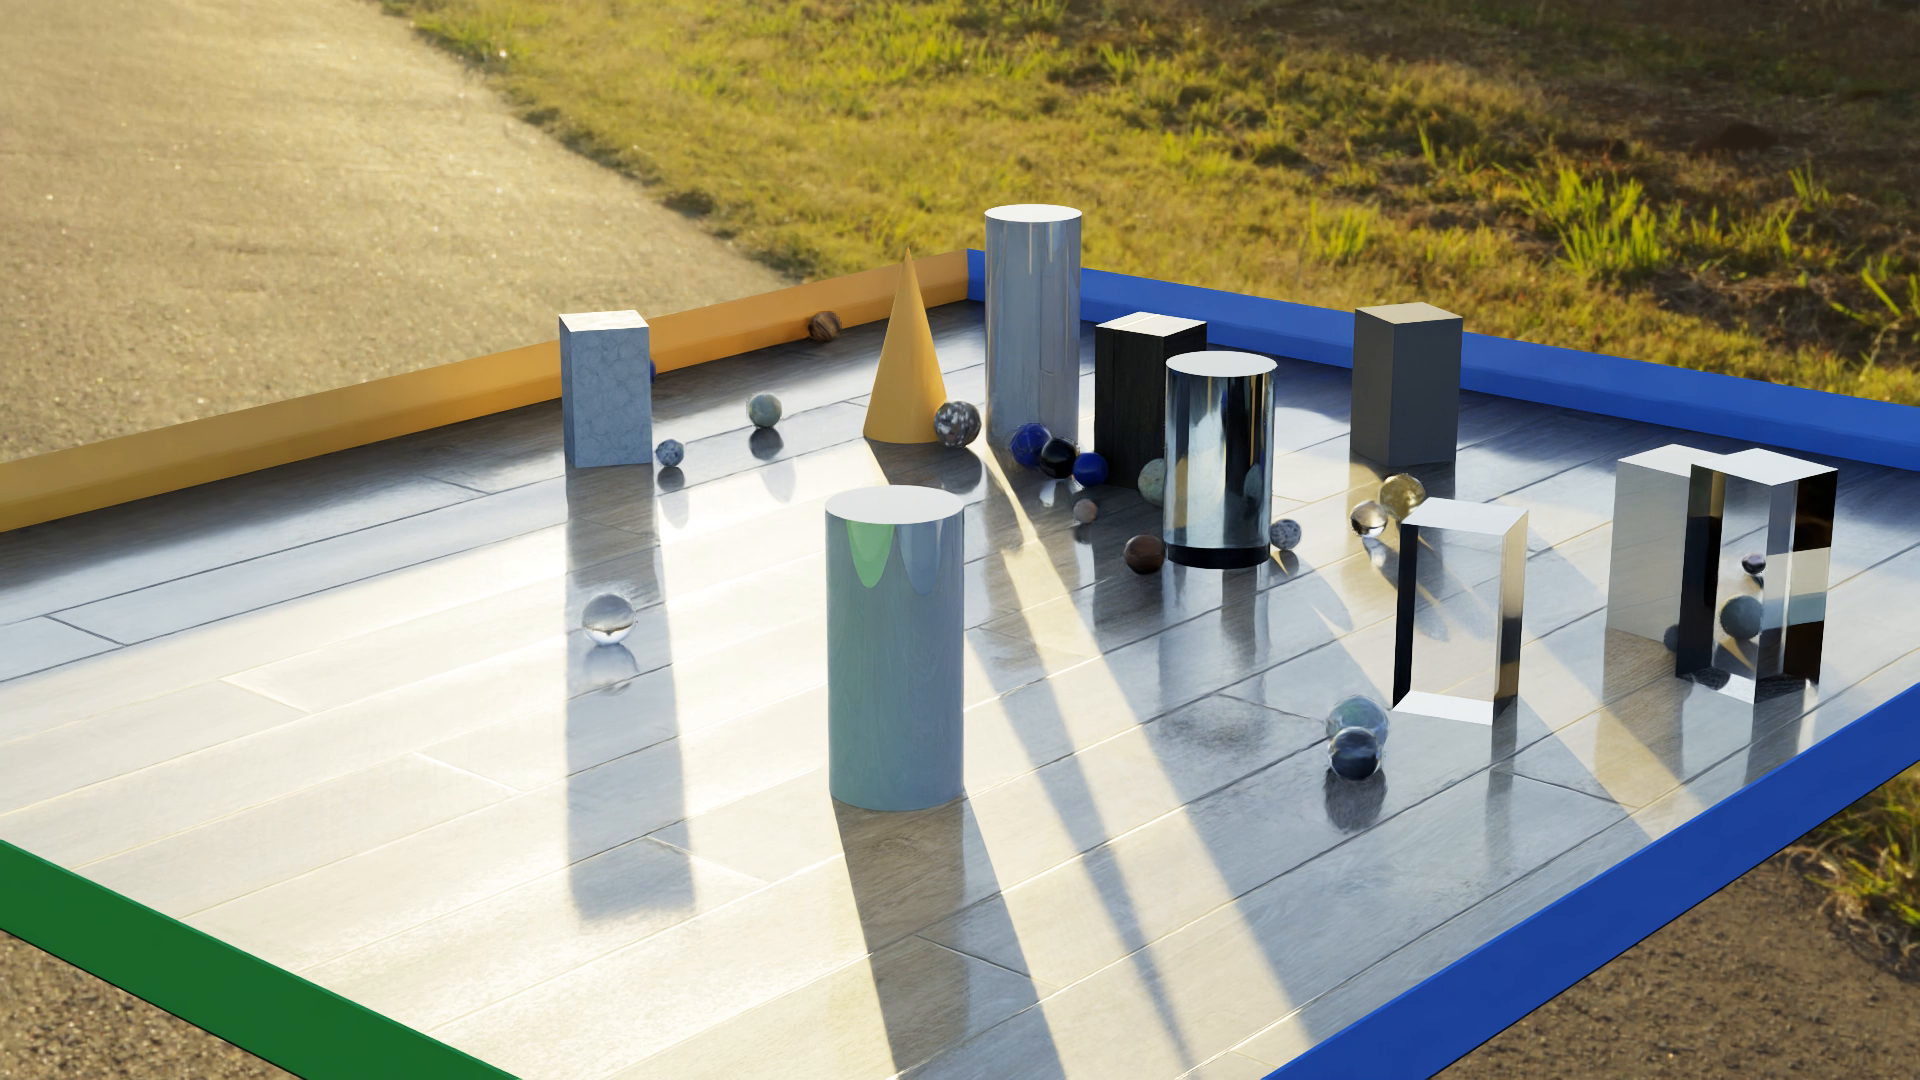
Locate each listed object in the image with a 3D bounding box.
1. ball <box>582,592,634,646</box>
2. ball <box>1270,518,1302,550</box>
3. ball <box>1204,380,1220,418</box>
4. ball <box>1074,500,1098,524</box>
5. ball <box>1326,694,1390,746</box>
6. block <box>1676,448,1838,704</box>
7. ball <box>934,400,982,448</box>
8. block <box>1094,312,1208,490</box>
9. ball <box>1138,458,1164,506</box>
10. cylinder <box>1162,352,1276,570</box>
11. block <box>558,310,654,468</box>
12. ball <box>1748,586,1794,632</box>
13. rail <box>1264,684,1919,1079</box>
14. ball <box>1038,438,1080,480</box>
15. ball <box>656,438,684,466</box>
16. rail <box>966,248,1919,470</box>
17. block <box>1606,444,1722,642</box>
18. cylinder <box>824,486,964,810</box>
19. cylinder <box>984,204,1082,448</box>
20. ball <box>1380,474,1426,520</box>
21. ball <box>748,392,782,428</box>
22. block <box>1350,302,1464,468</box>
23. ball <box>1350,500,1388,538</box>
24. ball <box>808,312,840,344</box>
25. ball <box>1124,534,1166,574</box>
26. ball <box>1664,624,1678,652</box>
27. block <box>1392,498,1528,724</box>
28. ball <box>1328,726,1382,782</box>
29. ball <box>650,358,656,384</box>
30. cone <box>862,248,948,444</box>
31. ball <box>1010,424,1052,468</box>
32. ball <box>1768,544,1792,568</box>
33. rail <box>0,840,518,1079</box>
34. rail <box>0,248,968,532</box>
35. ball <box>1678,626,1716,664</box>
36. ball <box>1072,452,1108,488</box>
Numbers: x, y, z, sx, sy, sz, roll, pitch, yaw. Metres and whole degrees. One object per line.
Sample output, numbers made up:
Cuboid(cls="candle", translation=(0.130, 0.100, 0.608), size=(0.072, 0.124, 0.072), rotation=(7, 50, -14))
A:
Cuboid(cls="ball", translation=(-0.584, 0.130, 4.869), size=(0.088, 0.088, 0.088), rotation=(0, 17, 0))
Cuboid(cls="ball", translation=(0.597, -0.011, 5.387), size=(0.060, 0.060, 0.060), rotation=(0, 17, 0))
Cuboid(cls="ball", translation=(0.517, -0.303, 6.316), size=(0.084, 0.084, 0.084), rotation=(0, 17, 0))
Cuboid(cls="ball", translation=(0.238, -0.054, 5.554), size=(0.046, 0.046, 0.046), rotation=(0, 17, 0))
Cuboid(cls="ball", translation=(0.592, 0.278, 4.367), size=(0.095, 0.095, 0.095), rotation=(0, 17, 0))
Cuboid(cls="block", translation=(1.262, 0.055, 4.653), size=(0.159, 0.357, 0.159), rotation=(-12, 20, -34))
Cuboid(cls="ball", translation=(-0.004, -0.243, 6.087), size=(0.099, 0.099, 0.099), rotation=(0, 17, 0))
Cuboid(cls="block", translation=(0.376, -0.273, 5.809), size=(0.159, 0.318, 0.159), rotation=(12, 20, 34))
Cuboid(cls="ball", translation=(0.390, -0.112, 5.663), size=(0.093, 0.093, 0.093), rotation=(0, 17, 0))
Cuboid(cls="cylinder", translation=(0.470, -0.146, 5.321), size=(0.198, 0.357, 0.198), rotation=(0, 17, 0))
Cuboid(cls="block", translation=(-0.724, -0.310, 5.991), size=(0.159, 0.283, 0.159), rotation=(-5, 17, -15))
Cuboid(cls="ball", translation=(1.365, 0.116, 4.936), size=(0.077, 0.077, 0.077), rotation=(0, 17, 0))
Cuboid(cls="rail", translation=(1.197, 0.332, 4.124), size=(0.045, 0.129, 3.761), rotation=(14, 22, 39))
Cuboid(cls="ball", translation=(0.198, -0.163, 5.850), size=(0.083, 0.083, 0.083), rotation=(0, 17, 0))
Cuboid(cls="ball", translation=(-0.587, -0.177, 5.942), size=(0.058, 0.058, 0.058), rotation=(0, 17, 0))
Cuboid(cls="rail", translation=(1.217, -0.372, 6.462), size=(3.219, 0.129, 0.045), rotation=(14, 22, 39))
Cuboid(cls="block", translation=(1.207, 0.008, 4.922), size=(0.159, 0.291, 0.159), rotation=(-14, 22, -40))
Cuboid(cls="cylinder", translation=(-0.093, 0.153, 4.207), size=(0.198, 0.426, 0.198), rotation=(0, 17, 0))
Cuboid(cls="cylinder", translation=(0.151, -0.444, 6.098), size=(0.198, 0.478, 0.198), rotation=(0, 17, 0))
Cuboid(cls="ball", translation=(0.841, -0.081, 5.569), size=(0.088, 0.088, 0.088), rotation=(0, 17, 0))
Cuboid(cls="ball", translation=(-0.415, -0.277, 6.242), size=(0.075, 0.075, 0.075), rotation=(0, 17, 0))
Cuboid(cls="block", translation=(0.911, -0.319, 5.997), size=(0.159, 0.298, 0.159), rotation=(-7, 18, -21))
Cuboid(cls="ball", translation=(0.760, -0.038, 5.457), size=(0.071, 0.071, 0.071), rotation=(0, 17, 0))
Cuboid(cls="ball", translation=(-0.325, -0.508, 7.011), size=(0.075, 0.075, 0.075), rotation=(0, 17, 0))
Cuboid(cls="ball", translation=(0.330, 0.025, 5.243), size=(0.074, 0.074, 0.074), rotation=(0, 17, 0))
Cuboid(cls="ball", translation=(1.184, 0.162, 4.834), size=(0.047, 0.047, 0.047), rotation=(0, 17, 0))
Cuboid(cls="block", translation=(0.779, 0.109, 4.566), size=(0.159, 0.304, 0.159), rotation=(8, 18, 24))
Cuboid(cls="ball", translation=(0.577, 0.312, 4.279), size=(0.080, 0.080, 0.080), rotation=(0, 17, 0))
Cuboid(cls="ball", translation=(-0.725, -0.377, 6.548), size=(0.091, 0.091, 0.091), rotation=(0, 17, 0))
Cuboid(cls="cone", translation=(-0.108, -0.423, 6.160), size=(0.198, 0.402, 0.198), rotation=(0, 17, 0))
Cuboid(cls="ball", translation=(0.146, -0.189, 5.927), size=(0.089, 0.089, 0.089), rotation=(0, 17, 0))
Cuboid(cls="ball", translation=(1.478, 0.029, 5.286), size=(0.041, 0.041, 0.041), rotation=(0, 17, 0))
Cuboid(cls="rail", translation=(-1.217, 0.437, 3.777), size=(3.219, 0.129, 0.045), rotation=(14, 22, 39))
Cuboid(cls="rail", translation=(-1.197, -0.268, 6.115), size=(0.045, 0.129, 3.761), rotation=(14, 22, 39))
Cuboid(cls="ball", translation=(1.202, 0.171, 4.783), size=(0.060, 0.060, 0.060), rotation=(0, 17, 0))
Cuboid(cls="ball", translation=(0.258, -0.139, 5.791), size=(0.071, 0.071, 0.071), rotation=(0, 17, 0))
